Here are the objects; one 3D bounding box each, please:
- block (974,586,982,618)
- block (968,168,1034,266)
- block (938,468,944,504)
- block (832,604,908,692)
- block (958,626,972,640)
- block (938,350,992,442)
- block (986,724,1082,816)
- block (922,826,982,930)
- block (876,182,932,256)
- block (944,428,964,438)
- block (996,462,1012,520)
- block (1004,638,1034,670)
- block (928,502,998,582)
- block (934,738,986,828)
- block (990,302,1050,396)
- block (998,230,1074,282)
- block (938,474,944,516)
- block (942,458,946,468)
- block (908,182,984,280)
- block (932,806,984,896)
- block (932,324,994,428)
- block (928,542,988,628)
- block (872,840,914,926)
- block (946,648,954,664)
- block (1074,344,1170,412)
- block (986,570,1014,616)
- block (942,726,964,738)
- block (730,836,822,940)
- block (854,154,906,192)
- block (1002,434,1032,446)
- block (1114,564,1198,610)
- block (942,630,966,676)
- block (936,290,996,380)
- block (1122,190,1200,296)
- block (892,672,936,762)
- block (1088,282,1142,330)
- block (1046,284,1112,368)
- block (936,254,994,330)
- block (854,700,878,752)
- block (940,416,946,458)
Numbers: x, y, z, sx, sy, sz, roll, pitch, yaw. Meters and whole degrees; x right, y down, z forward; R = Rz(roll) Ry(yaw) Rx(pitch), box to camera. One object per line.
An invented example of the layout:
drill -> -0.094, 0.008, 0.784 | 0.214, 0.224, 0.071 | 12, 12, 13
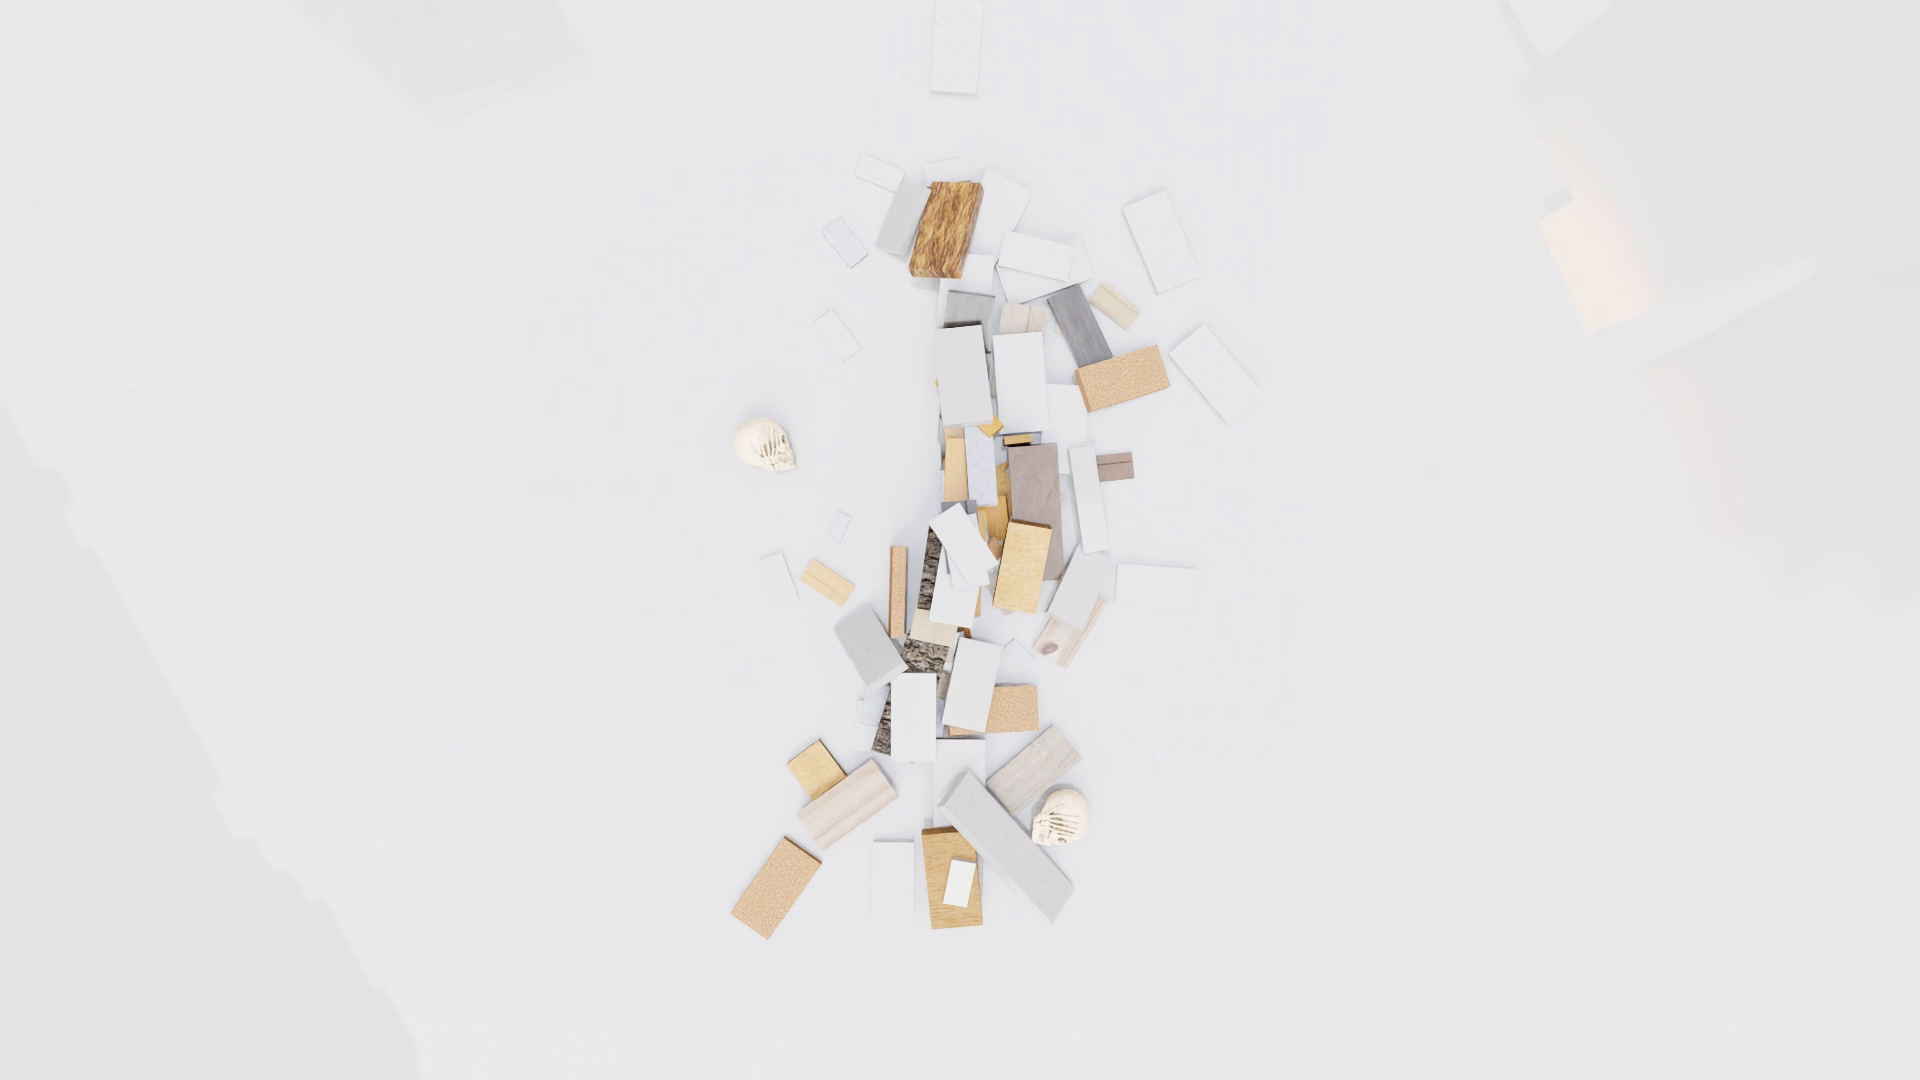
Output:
block -> -0.002, 0.106, 5.444 | 0.147, 0.042, 0.293 | 2, 104, -1
block -> 0.088, -1.039, 5.476 | 0.170, 0.048, 0.340 | 28, 90, 0
block -> 0.004, -0.091, 5.437 | 0.147, 0.042, 0.293 | 1, 106, 0
block -> -0.294, 0.353, 5.390 | 0.144, 0.041, 0.288 | -35, 49, 0
block -> -0.022, 0.262, 5.447 | 0.099, 0.028, 0.198 | -7, 112, 3
block -> 0.013, -0.471, 5.428 | 0.155, 0.044, 0.310 | 4, 109, 0
block -> 0.244, 0.765, 5.479 | 0.297, 0.042, 0.148 | -40, 90, 0
block -> -0.025, 1.106, 5.409 | 0.169, 0.048, 0.338 | -5, 105, 1
block -> -0.189, -1.062, 5.451 | 0.116, 0.033, 0.232 | 22, 90, 39
block -> 0.006, -0.347, 5.386 | 0.109, 0.031, 0.219 | -3, 96, 2
block -> 0.163, -0.165, 5.487 | 0.090, 0.026, 0.181 | -25, 90, 0
block -> 0.198, 0.381, 5.493 | 0.050, 0.014, 0.101 | -43, 90, 0
block -> 0.010, 0.009, 5.120 | 0.113, 0.032, 0.225 | -33, 89, -5
block -> -0.002, 0.824, 5.428 | 0.169, 0.048, 0.338 | 0, 90, 0
block -> 0.196, -0.622, 5.457 | 0.155, 0.044, 0.310 | 8, 98, 0
block -> 0.250, -0.935, 5.438 | 0.232, 0.033, 0.116 | 13, 90, -2
block -> -0.001, -0.061, 5.367 | 0.147, 0.042, 0.293 | 7, 92, -1
block -> -0.002, -0.160, 5.456 | 0.109, 0.031, 0.219 | 0, 106, 0
block -> -0.044, -1.014, 5.389 | 0.170, 0.048, 0.340 | 6, 68, 20
block -> -0.007, 1.007, 5.476 | 0.169, 0.048, 0.338 | 1, 90, 0
block -> 0.007, -0.526, 5.313 | 0.161, 0.046, 0.321 | -6, 77, -2
block -> -0.007, 0.131, 5.210 | 0.138, 0.039, 0.276 | 10, 86, -3
block -> -0.221, 1.138, 5.481 | 0.136, 0.039, 0.273 | 0, 90, 0
block -> -0.069, 0.303, 5.408 | 0.099, 0.028, 0.198 | 3, 102, 2
block -> 0.536, -0.533, 5.442 | 0.292, 0.041, 0.146 | -18, 90, -15
block -> 0.141, 0.174, 5.490 | 0.074, 0.021, 0.148 | -31, 90, 0
block -> -0.062, 0.622, 5.483 | 0.157, 0.022, 0.079 | 1, 82, 0
block -> -0.610, 1.156, 5.478 | 0.153, 0.043, 0.307 | 35, 90, 0
block -> -0.266, -1.219, 5.489 | 0.152, 0.022, 0.076 | 23, 90, 0
block -> 0.187, -0.325, 5.386 | 0.089, 0.177, 0.025 | -6, 91, 0
block -> 0.650, 0.154, 5.481 | 0.265, 0.037, 0.132 | 4, 90, 0
block -> -0.015, 0.401, 5.459 | 0.099, 0.028, 0.198 | -12, 104, 5
block -> 0.018, -0.655, 5.410 | 0.155, 0.044, 0.310 | 7, 109, -1
block -> 0.668, -0.987, 5.478 | 0.153, 0.043, 0.307 | -23, 90, 0
block -> -0.150, 0.573, 5.359 | 0.145, 0.041, 0.290 | 0, 95, 0
block -> 0.516, -0.777, 5.489 | 0.161, 0.023, 0.081 | 38, 90, 0
block -> 0.397, -0.703, 5.467 | 0.116, 0.033, 0.267 | -26, 95, -5
block -> 0.014, -0.773, 5.443 | 0.170, 0.048, 0.340 | 5, 101, 0
block -> -0.304, 0.618, 5.488 | 0.084, 0.024, 0.167 | 5, 90, 0
block -> -0.009, -0.302, 5.448 | 0.109, 0.031, 0.219 | -2, 109, 2
